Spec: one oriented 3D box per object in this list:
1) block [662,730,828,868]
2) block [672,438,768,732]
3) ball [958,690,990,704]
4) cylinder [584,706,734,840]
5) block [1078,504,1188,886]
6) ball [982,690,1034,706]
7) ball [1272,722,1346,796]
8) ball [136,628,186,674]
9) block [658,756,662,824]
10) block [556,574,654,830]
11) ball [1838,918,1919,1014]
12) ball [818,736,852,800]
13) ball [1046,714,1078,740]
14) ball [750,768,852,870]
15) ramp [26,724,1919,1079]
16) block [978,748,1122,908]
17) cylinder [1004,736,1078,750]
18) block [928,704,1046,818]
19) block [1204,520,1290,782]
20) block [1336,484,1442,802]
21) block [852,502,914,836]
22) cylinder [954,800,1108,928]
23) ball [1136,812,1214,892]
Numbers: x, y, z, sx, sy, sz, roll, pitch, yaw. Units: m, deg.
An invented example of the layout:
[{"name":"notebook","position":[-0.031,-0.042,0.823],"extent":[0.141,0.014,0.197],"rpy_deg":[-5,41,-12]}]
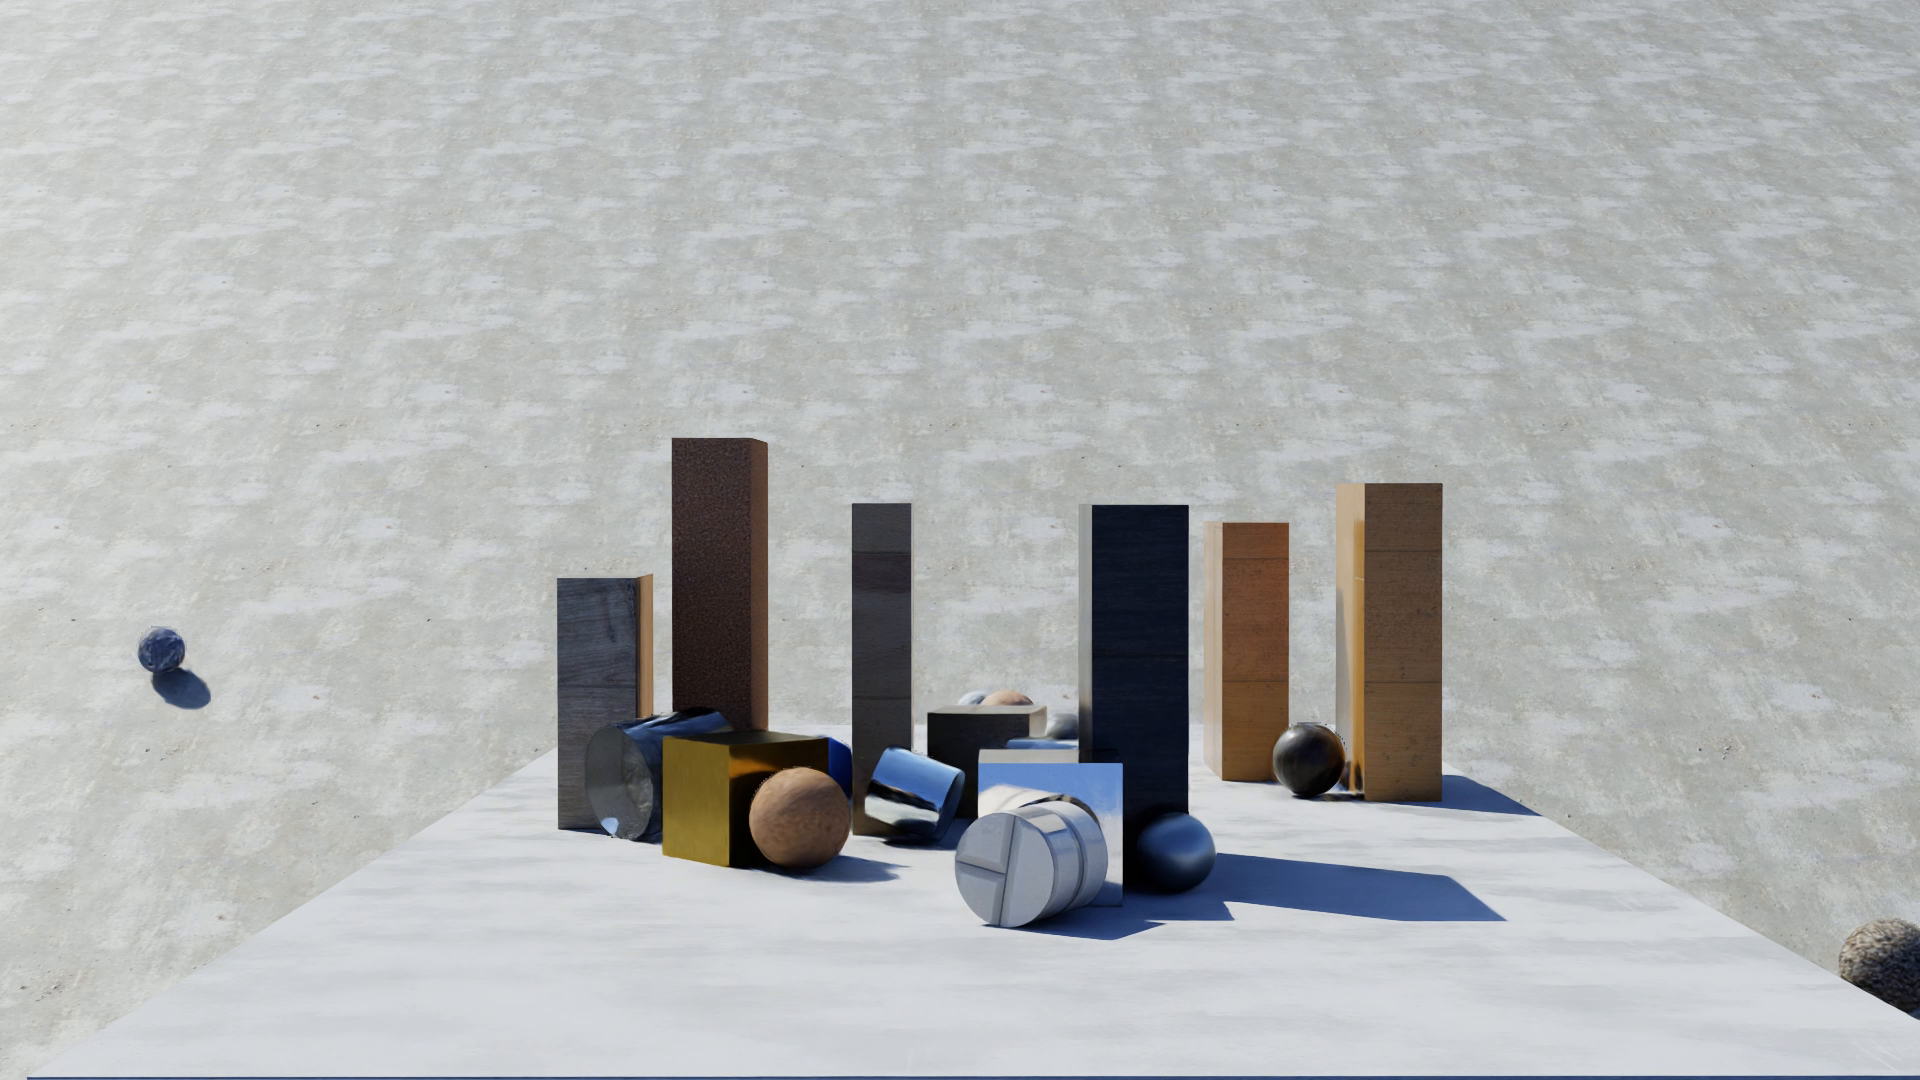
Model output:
[{"name":"block","position":[-0.348,0.416,4.180],"extent":[0.192,0.192,0.192],"rpy_deg":[-1,1,-39]},{"name":"block","position":[-0.461,0.152,5.010],"extent":[0.147,0.692,0.440],"rpy_deg":[0,1,0]},{"name":"ball","position":[0.045,0.421,6.221],"extent":[0.115,0.115,0.115],"rpy_deg":[0,27,0]},{"name":"cylinder","position":[-0.508,0.399,4.436],"extent":[0.196,0.196,0.196],"rpy_deg":[-10,27,-43]},{"name":"block","position":[0.269,0.229,4.070],"extent":[0.145,0.570,0.425],"rpy_deg":[0,1,0]},{"name":"ball","position":[0.107,0.412,5.899],"extent":[0.142,0.142,0.142],"rpy_deg":[0,27,0]},{"name":"ball","position":[0.678,0.427,5.022],"extent":[0.142,0.142,0.142],"rpy_deg":[0,27,0]},{"name":"ball","position":[-2.160,0.299,6.986],"extent":[0.126,0.126,0.126],"rpy_deg":[0,27,0]},{"name":"block","position":[-0.453,0.444,4.618],"extent":[0.121,0.121,0.121],"rpy_deg":[1,1,32]},{"name":"block","position":[-0.636,0.284,4.648],"extent":[0.137,0.440,0.267],"rpy_deg":[0,1,0]},{"name":"ball","position":[2.035,0.936,5.658],"extent":[0.209,0.209,0.209],"rpy_deg":[0,27,0]},{"name":"ball","position":[-0.257,0.432,4.749],"extent":[0.141,0.141,0.141],"rpy_deg":[0,27,0]},{"name":"ball","position":[0.210,0.421,5.165],"extent":[0.149,0.149,0.149],"rpy_deg":[0,27,0]},{"name":"ball","position":[-0.248,0.435,4.024],"extent":[0.159,0.159,0.159],"rpy_deg":[0,27,0]},{"name":"ramp","position":[0.062,0.555,4.592],"extent":[2.000,0.100,4.000],"rpy_deg":[0,1,0]},{"name":"block","position":[0.130,0.416,3.760],"extent":[0.205,0.205,0.205],"rpy_deg":[0,1,1]},{"name":"cylinder","position":[0.170,0.424,4.450],"extent":[0.164,0.164,0.164],"rpy_deg":[1,24,32]},{"name":"block","position":[0.051,0.407,4.775],"extent":[0.189,0.189,0.189],"rpy_deg":[0,1,11]},{"name":"block","position":[0.604,0.225,5.479],"extent":[0.136,0.529,0.398],"rpy_deg":[0,1,0]},{"name":"block","position":[0.844,0.192,5.102],"extent":[0.149,0.608,0.368],"rpy_deg":[0,1,0]},{"name":"block","position":[-0.135,0.220,4.595],"extent":[0.102,0.571,0.319],"rpy_deg":[0,1,0]},{"name":"cylinder","position":[0.099,0.444,3.552],"extent":[0.156,0.156,0.156],"rpy_deg":[17,9,30]},{"name":"ball","position":[0.317,0.459,3.803],"extent":[0.117,0.117,0.117],"rpy_deg":[0,27,0]}]
